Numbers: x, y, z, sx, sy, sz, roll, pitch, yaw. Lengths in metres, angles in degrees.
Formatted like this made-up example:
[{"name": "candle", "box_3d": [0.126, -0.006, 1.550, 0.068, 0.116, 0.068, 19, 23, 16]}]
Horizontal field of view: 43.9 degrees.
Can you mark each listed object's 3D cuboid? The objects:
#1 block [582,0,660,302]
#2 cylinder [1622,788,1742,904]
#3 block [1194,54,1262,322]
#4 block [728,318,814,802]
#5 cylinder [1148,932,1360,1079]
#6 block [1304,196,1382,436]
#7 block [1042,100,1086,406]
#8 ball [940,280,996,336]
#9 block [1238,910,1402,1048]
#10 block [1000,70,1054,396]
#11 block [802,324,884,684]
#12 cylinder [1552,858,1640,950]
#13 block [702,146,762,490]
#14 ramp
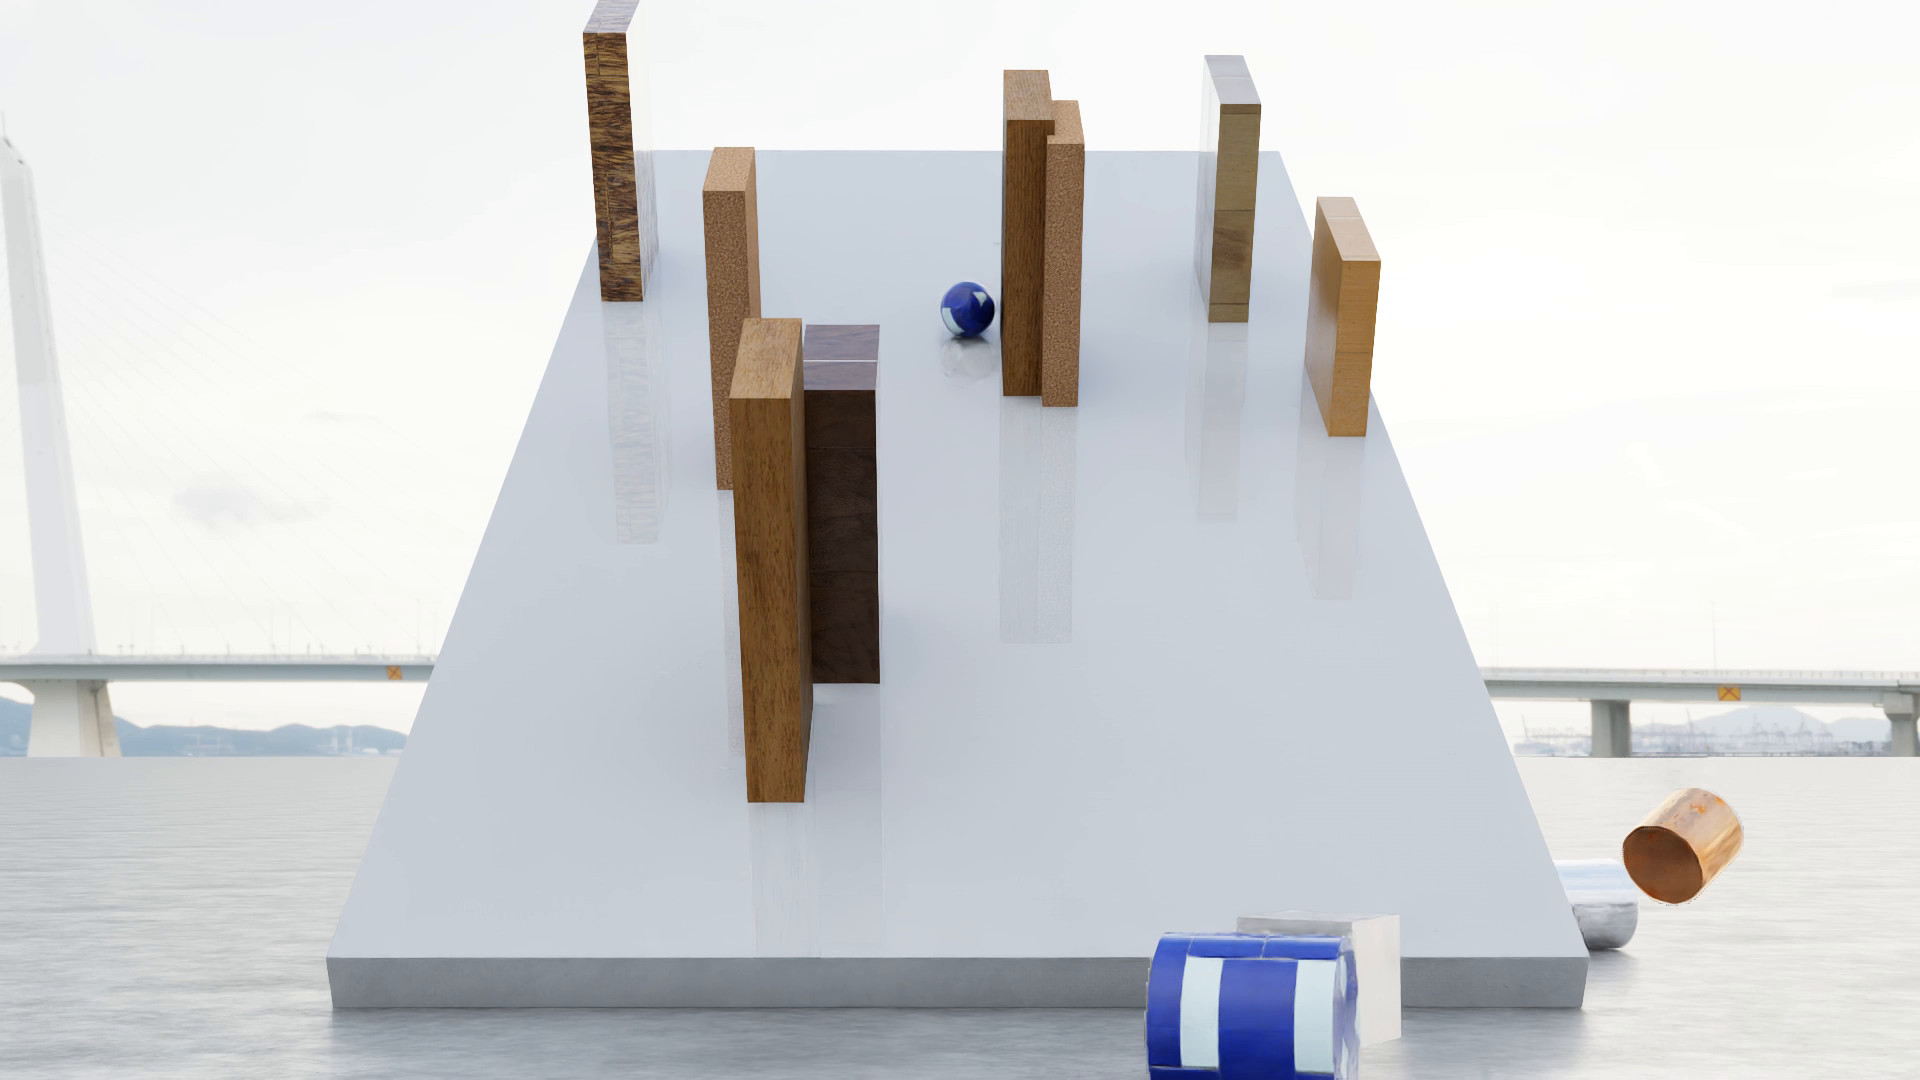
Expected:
[{"name": "block", "box_3d": [-0.880, -1.028, 6.216, 0.108, 0.711, 0.392, 0, 28, 0]}, {"name": "cylinder", "box_3d": [1.330, 0.562, 4.386, 0.158, 0.158, 0.158, -5, 17, 47]}, {"name": "block", "box_3d": [0.686, -0.910, 6.146, 0.102, 0.576, 0.424, 0, 28, 0]}, {"name": "block", "box_3d": [-0.321, 0.038, 4.119, 0.098, 0.771, 0.335, 0, 28, 0]}, {"name": "cylinder", "box_3d": [0.333, 0.546, 2.680, 0.204, 0.204, 0.204, -2, -5, 17]}, {"name": "block", "box_3d": [0.892, -0.528, 5.573, 0.087, 0.432, 0.424, 0, 28, 0]}, {"name": "block", "box_3d": [0.237, -0.677, 5.622, 0.083, 0.646, 0.326, 0, 28, 0]}, {"name": "ball", "box_3d": [0.020, -0.582, 5.985, 0.140, 0.140, 0.140, 0, -5, 0]}, {"name": "block", "box_3d": [0.513, 0.624, 3.393, 0.174, 0.174, 0.174, -3, -6, 32]}, {"name": "block", "box_3d": [0.158, -0.737, 5.698, 0.108, 0.681, 0.394, 0, 28, 0]}, {"name": "block", "box_3d": [-0.221, -0.068, 4.499, 0.139, 0.607, 0.303, 0, 28, 0]}, {"name": "cylinder", "box_3d": [1.268, 0.753, 4.915, 0.186, 0.186, 0.186, 2, -5, -20]}, {"name": "block", "box_3d": [-0.490, -0.482, 5.199, 0.088, 0.689, 0.287, 0, 28, 0]}, {"name": "ramp", "box_3d": [-0.011, -0.224, 5.560, 2.000, 0.100, 4.000, 0, 28, 0]}]
